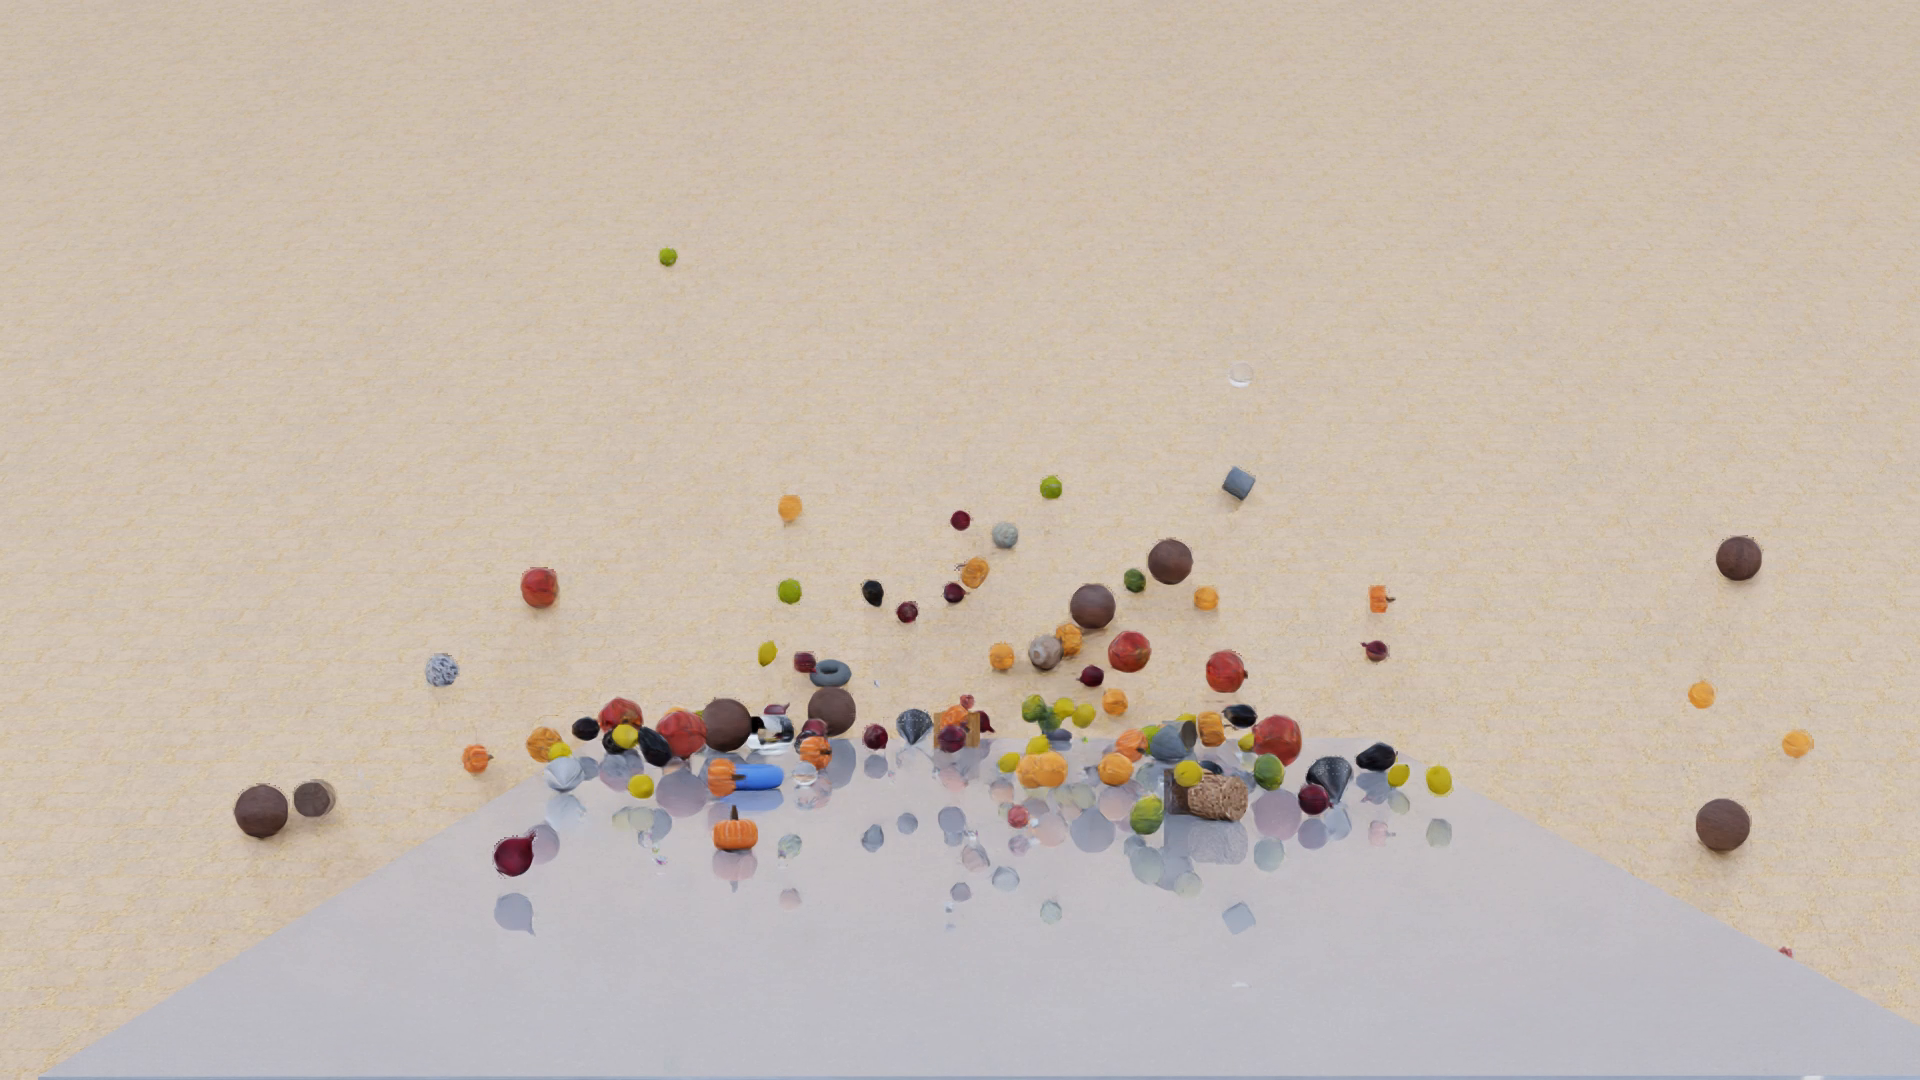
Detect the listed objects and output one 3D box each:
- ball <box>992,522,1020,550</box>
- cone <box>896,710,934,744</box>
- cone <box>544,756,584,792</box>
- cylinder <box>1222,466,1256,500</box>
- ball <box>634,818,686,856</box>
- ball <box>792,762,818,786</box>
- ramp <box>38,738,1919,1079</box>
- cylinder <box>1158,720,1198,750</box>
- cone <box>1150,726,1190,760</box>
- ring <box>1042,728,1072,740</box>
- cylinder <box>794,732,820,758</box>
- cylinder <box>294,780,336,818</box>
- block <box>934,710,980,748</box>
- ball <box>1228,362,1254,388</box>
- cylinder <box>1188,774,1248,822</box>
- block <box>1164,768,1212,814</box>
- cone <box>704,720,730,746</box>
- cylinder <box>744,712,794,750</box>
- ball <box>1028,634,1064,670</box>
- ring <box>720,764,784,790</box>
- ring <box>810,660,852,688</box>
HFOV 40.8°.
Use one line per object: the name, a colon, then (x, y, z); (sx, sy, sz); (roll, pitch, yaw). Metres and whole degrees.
ball: (0.135, -0.013, 7.677); (0.081, 0.081, 0.081); (0, 29, 0)
cone: (-0.117, 0.488, 6.456); (0.095, 0.095, 0.095); (2, 27, 3)
cone: (-0.807, 0.491, 5.263); (0.078, 0.078, 0.078); (-4, 16, -7)
cylinder: (0.856, -0.173, 7.938); (0.078, 0.078, 0.078); (31, 36, 8)
ball: (-0.506, 0.515, 4.361); (0.088, 0.088, 0.088); (0, 29, 0)
ball: (-0.326, 0.492, 5.439); (0.053, 0.053, 0.053); (0, 29, 0)
ramp: (0.064, 0.575, 4.619); (2.000, 0.100, 4.000); (0, 1, 0)
cylinder: (0.532, 0.475, 6.314); (0.069, 0.069, 0.069); (0, 22, 42)
cone: (0.500, 0.484, 5.959); (0.087, 0.087, 0.087); (-19, 30, -31)
ring: (0.245, 0.495, 6.563); (0.078, 0.026, 0.078); (0, 2, 0)
cylinder: (-0.359, 0.483, 6.092); (0.060, 0.060, 0.060); (0, 1, -1)
cylinder: (-1.603, 0.644, 6.425); (0.088, 0.088, 0.088); (-1, -3, -2)
block: (-0.007, 0.468, 6.408); (0.082, 0.082, 0.082); (0, 1, 41)
ball: (0.943, -0.552, 8.666); (0.084, 0.084, 0.084); (0, 29, 0)
cylinder: (0.483, 0.482, 4.835); (0.082, 0.082, 0.082); (2, 23, 42)
block: (0.439, 0.482, 4.960); (0.080, 0.080, 0.080); (0, 1, -4)
cone: (-0.592, 0.494, 6.444); (0.067, 0.067, 0.067); (-13, 58, 22)
cylinder: (-0.465, 0.469, 6.295); (0.085, 0.085, 0.085); (15, 15, -38)
ball: (0.235, 0.308, 7.069); (0.096, 0.096, 0.096); (0, 29, 0)
ring: (-0.436, 0.497, 5.413); (0.134, 0.045, 0.134); (-1, 1, 0)
ring: (-0.353, 0.364, 7.029); (0.115, 0.038, 0.115); (-1, 29, 1)
